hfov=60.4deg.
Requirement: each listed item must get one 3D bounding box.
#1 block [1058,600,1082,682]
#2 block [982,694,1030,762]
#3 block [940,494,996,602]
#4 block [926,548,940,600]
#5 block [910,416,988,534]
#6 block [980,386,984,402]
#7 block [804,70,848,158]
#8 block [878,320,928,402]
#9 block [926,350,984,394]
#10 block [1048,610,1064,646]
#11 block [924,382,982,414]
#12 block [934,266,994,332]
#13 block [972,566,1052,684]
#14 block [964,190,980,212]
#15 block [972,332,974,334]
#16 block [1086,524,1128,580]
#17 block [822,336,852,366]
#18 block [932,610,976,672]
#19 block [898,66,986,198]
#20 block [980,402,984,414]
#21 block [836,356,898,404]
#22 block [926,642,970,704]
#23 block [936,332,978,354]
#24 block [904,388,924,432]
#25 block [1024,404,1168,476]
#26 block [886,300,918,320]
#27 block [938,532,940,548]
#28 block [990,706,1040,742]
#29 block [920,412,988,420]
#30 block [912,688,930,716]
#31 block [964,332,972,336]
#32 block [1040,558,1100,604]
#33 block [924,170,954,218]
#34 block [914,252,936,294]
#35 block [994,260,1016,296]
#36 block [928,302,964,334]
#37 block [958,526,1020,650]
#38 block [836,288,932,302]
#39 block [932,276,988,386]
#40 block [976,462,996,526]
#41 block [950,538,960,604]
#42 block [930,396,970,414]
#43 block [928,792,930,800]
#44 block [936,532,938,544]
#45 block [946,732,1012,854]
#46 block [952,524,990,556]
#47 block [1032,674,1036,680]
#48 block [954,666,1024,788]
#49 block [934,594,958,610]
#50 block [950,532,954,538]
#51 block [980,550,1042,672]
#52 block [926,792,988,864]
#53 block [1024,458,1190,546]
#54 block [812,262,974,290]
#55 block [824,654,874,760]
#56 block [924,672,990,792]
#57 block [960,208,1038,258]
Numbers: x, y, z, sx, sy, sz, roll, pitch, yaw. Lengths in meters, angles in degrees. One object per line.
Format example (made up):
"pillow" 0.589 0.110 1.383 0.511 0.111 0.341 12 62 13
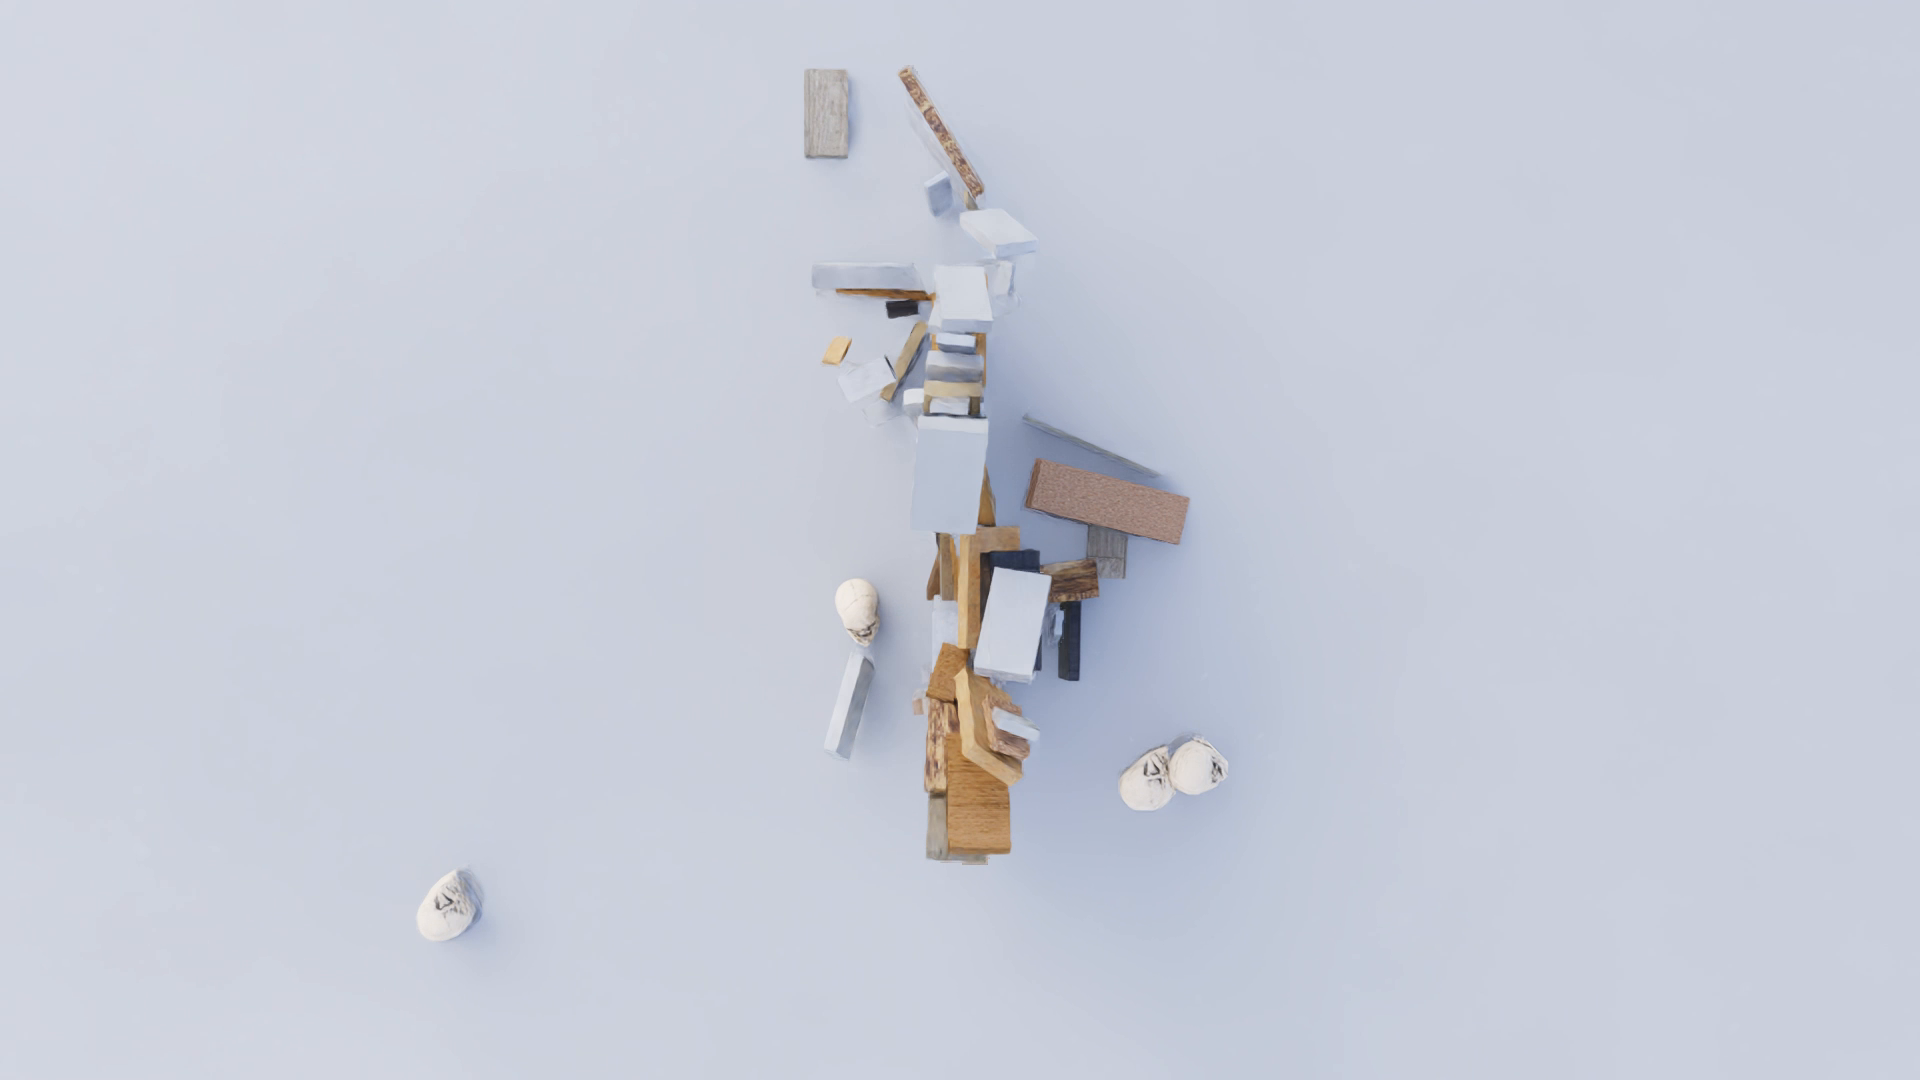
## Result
"block" 0.361 0.329 5.433 0.037 0.130 0.259 1 90 -12
"block" 0.124 0.506 4.454 0.106 0.212 0.030 23 114 -17
"block" 0.023 0.025 4.912 0.165 0.047 0.329 -3 118 -5
"block" 0.003 0.088 5.210 0.165 0.566 0.047 1 71 -7
"block" -0.031 -0.163 4.225 0.175 0.050 0.350 5 134 -2
"block" -0.005 -0.479 5.016 0.160 0.320 0.045 0 82 0
"block" -0.445 -1.417 5.480 0.142 0.040 0.284 0 90 0
"block" -0.187 -0.588 5.430 0.039 0.137 0.275 27 90 -5
"block" -0.018 -0.417 4.664 0.155 0.407 0.044 6 70 1
"block" 0.316 0.289 5.409 0.023 0.165 0.082 8 72 -1
"block" -0.025 -0.345 4.586 0.155 0.310 0.044 2 67 -1
"block" 0.007 -0.686 4.678 0.142 0.283 0.040 1 130 -8
"block" 0.145 0.232 4.540 0.160 0.045 0.320 9 58 7
"block" 0.042 -1.079 5.362 0.015 0.108 0.054 -18 49 20
"block" 0.009 -0.648 4.783 0.056 0.016 0.112 -44 88 0
"block" 0.491 -0.002 5.482 0.130 0.037 0.259 3 90 0
"block" -0.382 -0.589 5.135 0.056 0.016 0.112 10 52 16
"block" 0.000 0.368 4.792 0.161 0.046 0.322 1 90 -1
"block" -0.056 -1.325 5.354 0.040 0.142 0.459 -31 103 12
"block" 0.002 -0.410 5.198 0.141 0.040 0.282 0 90 0
"block" -0.275 -0.479 4.908 0.165 0.023 0.082 -24 98 18
"block" -0.034 0.380 4.712 0.082 0.023 0.165 17 67 5
"block" -0.006 -0.520 4.430 0.098 0.427 0.028 6 92 1
"block" -0.053 -0.347 4.708 0.155 0.310 0.044 -5 68 9
"block" 0.444 -0.327 5.431 0.486 0.137 0.039 23 90 0
"block" -0.192 -0.770 5.493 0.103 0.015 0.051 -11 90 0
"block" 0.007 -0.114 5.168 0.154 0.044 0.309 -1 90 0
"block" 0.144 0.483 4.325 0.106 0.212 0.030 20 90 -4
"block" -0.018 -0.304 4.347 0.175 0.350 0.050 3 96 -1
"block" -0.058 0.479 4.977 0.161 0.322 0.046 -7 90 0
"block" 0.001 -0.522 4.654 0.072 0.020 0.143 -1 90 1
"block" 0.295 0.144 5.427 0.316 0.037 0.130 -8 54 7
"block" -0.067 -1.136 5.415 0.082 0.165 0.023 -33 66 -8
"block" -0.089 -0.775 4.800 0.056 0.016 0.112 -21 90 -1
"block" 0.147 -0.855 5.385 0.054 0.015 0.108 18 101 35
"block" -0.028 -0.647 4.688 0.098 0.196 0.028 5 129 7
"block" 0.082 0.135 4.733 0.174 0.049 0.347 1 92 -33
"block" -0.219 -0.820 5.467 0.385 0.051 0.015 5 124 -2
"block" -0.002 -0.613 4.831 0.160 0.045 0.320 0 90 0
"block" -0.004 -0.122 4.497 0.175 0.458 0.050 -2 75 4
"block" 0.031 0.086 4.877 0.108 0.030 0.215 -7 125 -3
"block" -0.024 -0.356 4.340 0.098 0.196 0.028 1 100 1
"block" -0.017 0.781 4.983 0.154 0.309 0.044 1 91 0
"block" 0.002 -0.008 5.345 0.154 0.309 0.044 0 89 0
"block" 0.048 0.696 4.544 0.168 0.048 0.337 2 59 -6
"block" 0.028 -0.064 4.759 0.108 0.030 0.215 -9 110 -3
"block" 0.148 0.291 4.604 0.106 0.212 0.030 22 133 -31
"block" 0.077 0.507 4.526 0.174 0.347 0.049 36 113 -23
"block" 0.000 0.328 5.163 0.157 0.044 0.314 -1 90 0
"block" 0.018 -0.086 4.804 0.108 0.030 0.215 -8 120 -2
"block" 0.145 0.205 4.718 0.174 0.049 0.347 -3 94 -33
"block" -0.003 0.741 4.645 0.168 0.048 0.352 4 46 -1
"block" 0.485 -0.122 5.368 0.561 0.045 0.160 13 90 -23
"block" -0.220 -0.868 5.435 0.533 0.023 0.082 0 124 -7
"block" -0.360 0.545 5.375 0.045 0.160 0.320 12 75 15
"block" -0.009 0.549 4.682 0.168 0.048 0.337 4 67 -1
"block" 0.115 -0.927 4.963 0.137 0.275 0.039 -11 124 -21
